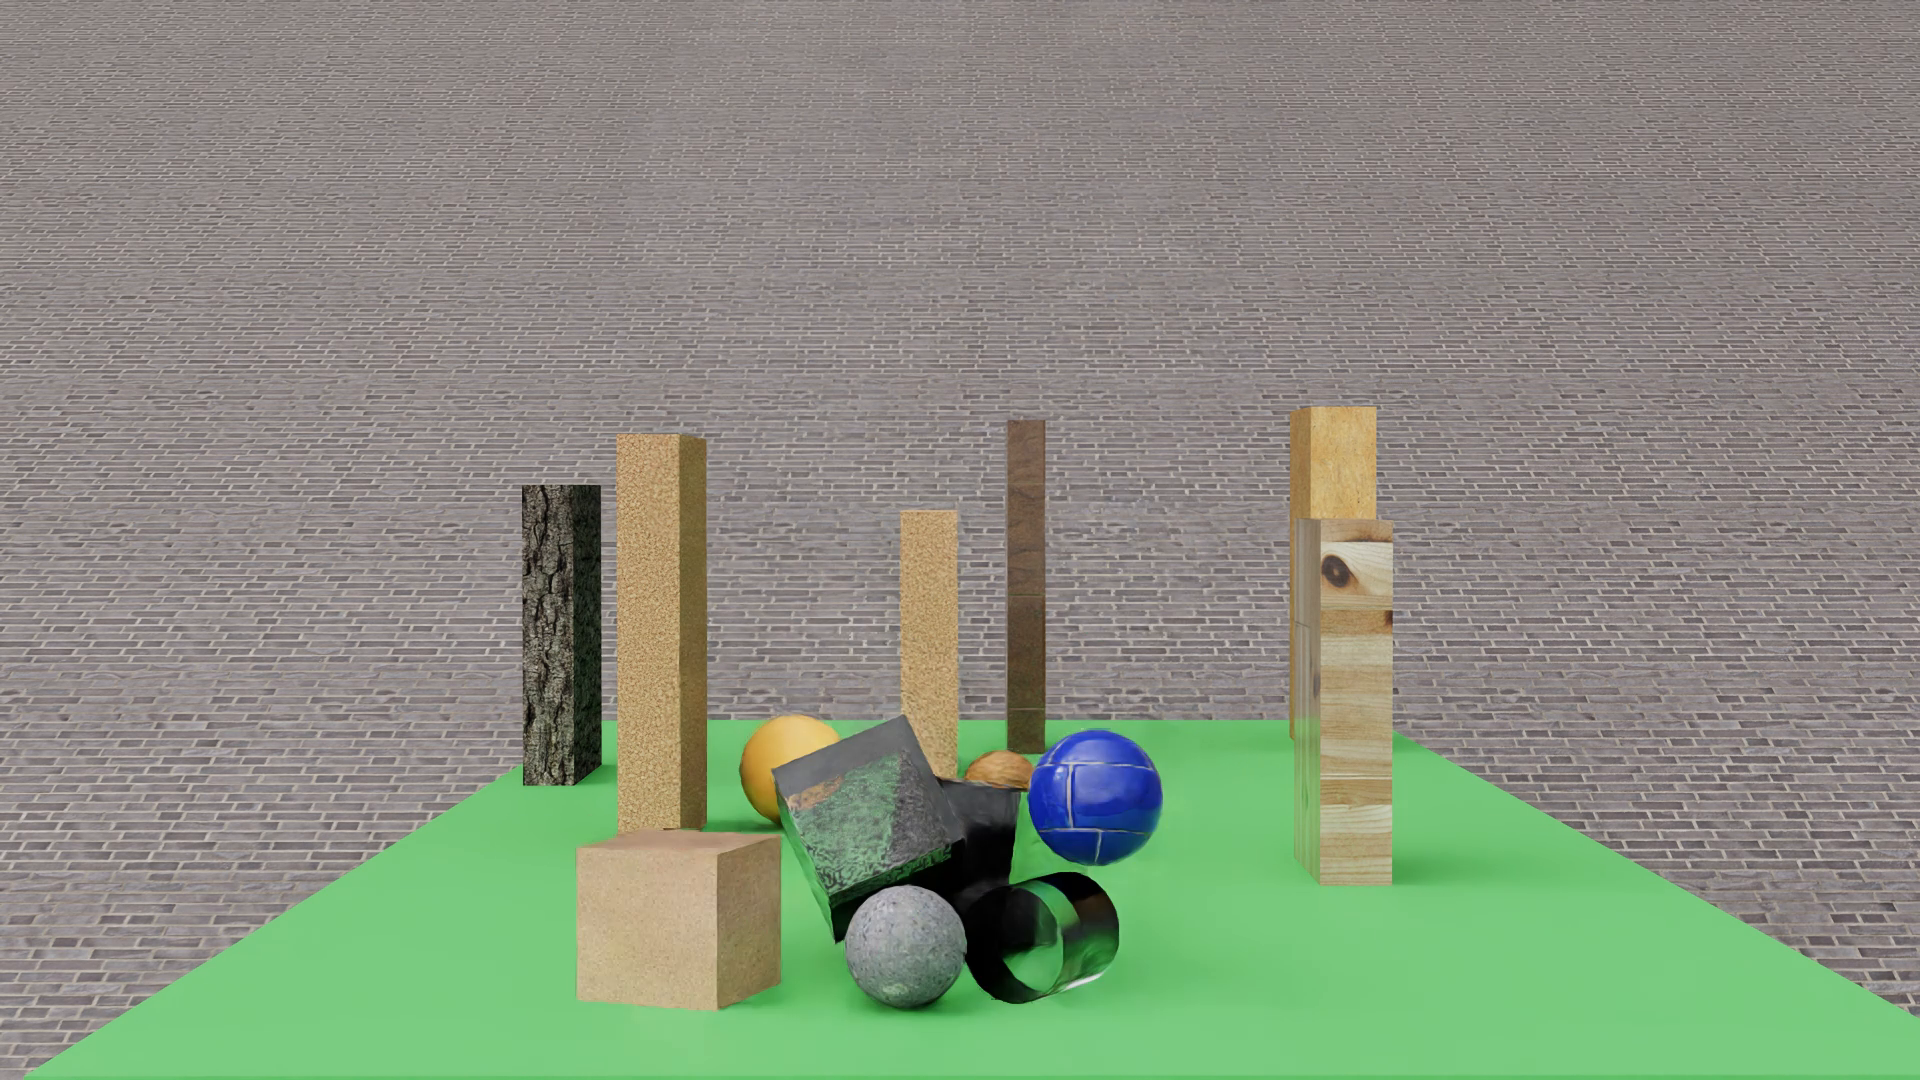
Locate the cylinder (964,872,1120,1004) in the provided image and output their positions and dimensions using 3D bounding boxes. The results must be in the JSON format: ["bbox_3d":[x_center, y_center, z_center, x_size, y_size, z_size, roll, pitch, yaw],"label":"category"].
[{"bbox_3d":[0.095,0.461,2.999,0.134,0.134,0.134,17,10,30],"label":"cylinder"}]

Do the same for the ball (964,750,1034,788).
[{"bbox_3d":[0.072,0.431,4.443,0.139,0.139,0.139,0,27,0],"label":"ball"}]

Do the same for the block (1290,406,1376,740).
[{"bbox_3d":[0.855,0.085,5.939,0.146,0.772,0.360,0,1,0],"label":"block"}]

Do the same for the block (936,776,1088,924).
[{"bbox_3d":[0.041,0.411,3.348,0.183,0.183,0.183,6,-4,35],"label":"block"}]

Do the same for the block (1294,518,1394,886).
[{"bbox_3d":[0.587,0.239,3.967,0.106,0.541,0.296,0,1,0],"label":"block"}]

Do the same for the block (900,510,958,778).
[{"bbox_3d":[-0.063,0.211,5.394,0.116,0.543,0.373,0,1,0],"label":"block"}]

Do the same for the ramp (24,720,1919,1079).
[{"bbox_3d":[0.061,0.548,4.584,2.000,0.100,4.000,0,1,0],"label":"ramp"}]

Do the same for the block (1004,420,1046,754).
[{"bbox_3d":[0.147,0.102,5.888,0.084,0.741,0.334,0,1,0],"label":"block"}]

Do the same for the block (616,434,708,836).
[{"bbox_3d":[-0.497,0.165,4.336,0.100,0.676,0.448,0,1,0],"label":"block"}]

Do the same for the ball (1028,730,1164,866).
[{"bbox_3d":[0.163,0.309,3.095,0.163,0.163,0.163,0,27,0],"label":"ball"}]

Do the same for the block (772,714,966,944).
[{"bbox_3d":[-0.111,0.359,3.194,0.178,0.178,0.178,-22,65,-11],"label":"block"}]

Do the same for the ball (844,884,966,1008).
[{"bbox_3d":[-0.061,0.460,2.924,0.139,0.139,0.139,0,27,0],"label":"ball"}]

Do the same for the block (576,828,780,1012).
[{"bbox_3d":[-0.326,0.440,3.015,0.176,0.176,0.176,0,1,20],"label":"block"}]

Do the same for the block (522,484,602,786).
[{"bbox_3d":[-0.818,0.185,5.322,0.101,0.598,0.402,0,1,0],"label":"block"}]

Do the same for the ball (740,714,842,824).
[{"bbox_3d":[-0.288,0.402,4.507,0.194,0.194,0.194,0,27,0],"label":"ball"}]
